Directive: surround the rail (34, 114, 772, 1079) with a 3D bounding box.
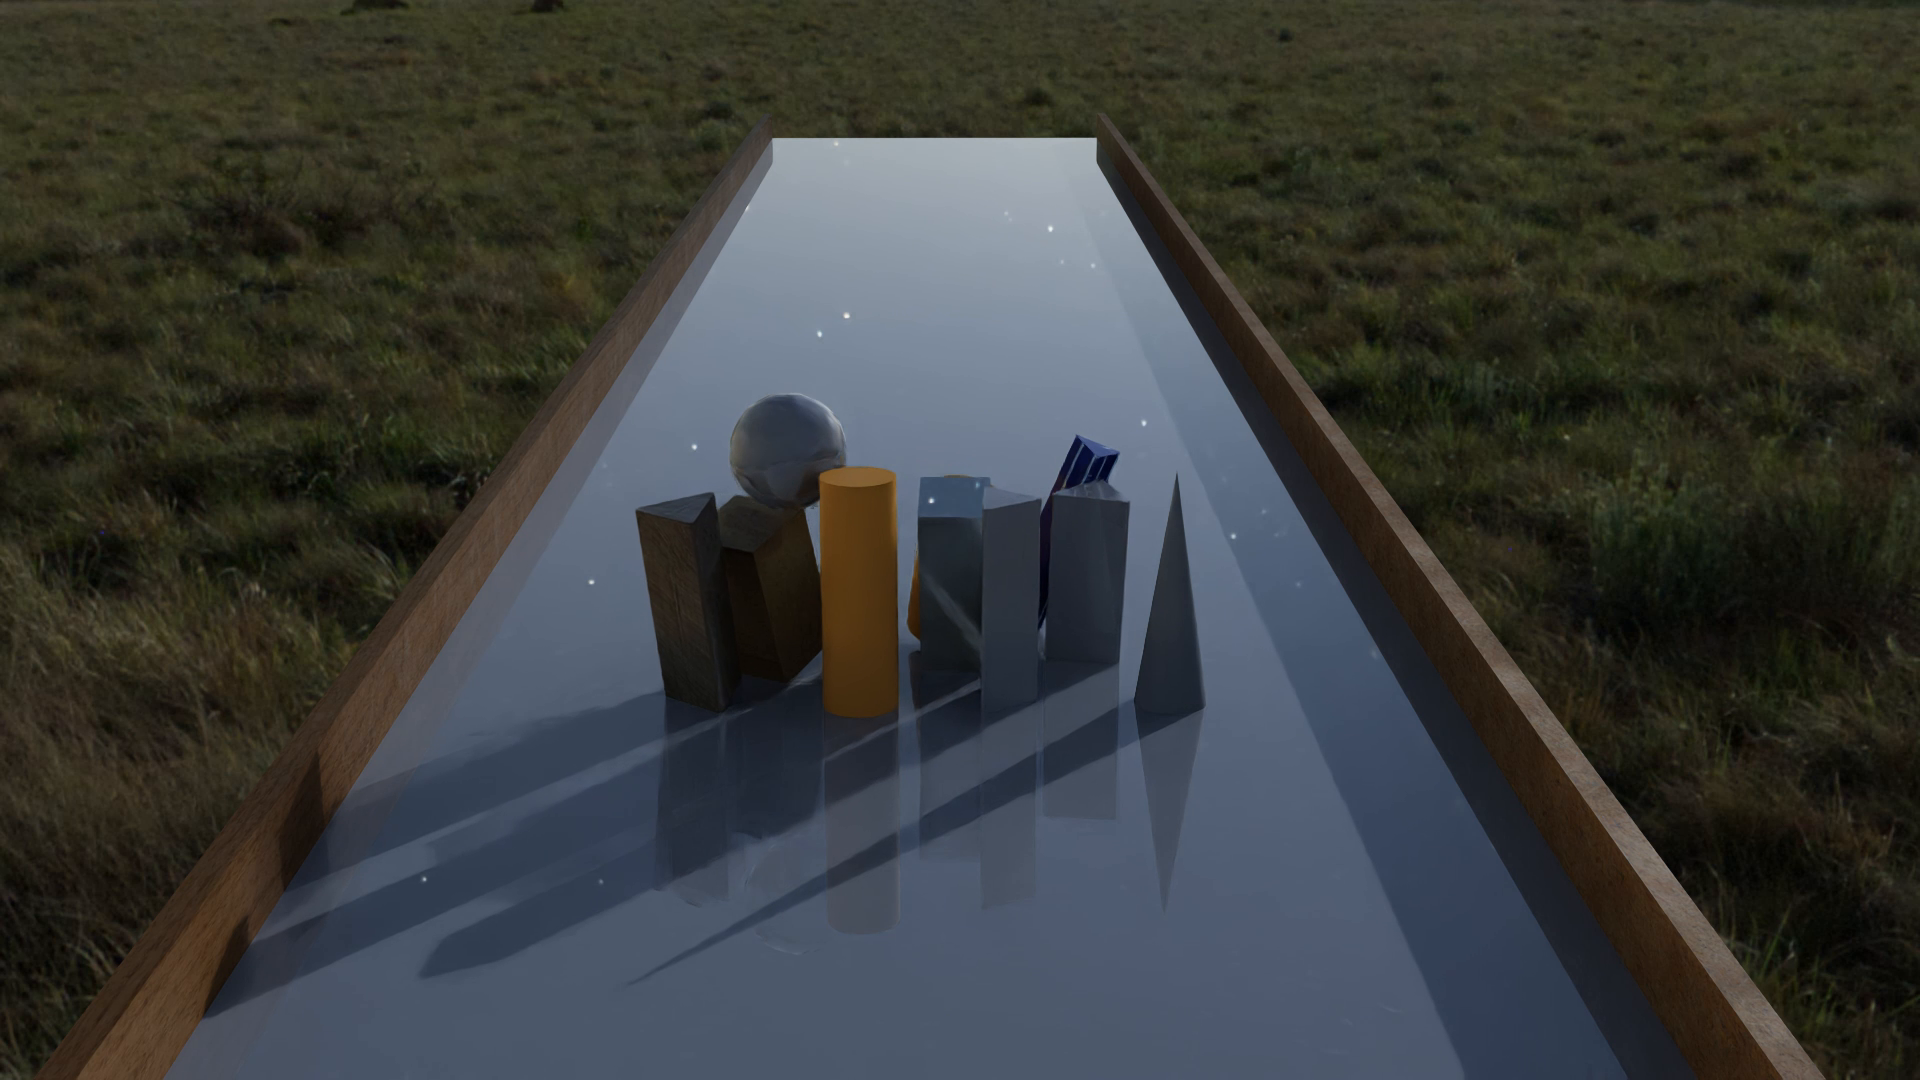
[{"bbox_3d":[-1.118,-0.838,7.780,0.050,0.150,12.000,0,17,-1],"label":"rail"}]

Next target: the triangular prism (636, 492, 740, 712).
[{"bbox_3d":[-0.485,0.111,4.146,0.148,0.388,0.129,13,29,37],"label":"triangular prism"}]

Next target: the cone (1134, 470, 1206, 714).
[{"bbox_3d":[0.401,0.089,4.127,0.139,0.455,0.139,0,17,0],"label":"cone"}]

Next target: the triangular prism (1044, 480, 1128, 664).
[{"bbox_3d":[0.264,0.059,4.414,0.150,0.341,0.130,6,19,11],"label":"triangular prism"}]

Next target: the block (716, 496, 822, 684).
[{"bbox_3d":[-0.390,0.096,4.303,0.167,0.306,0.167,11,37,32],"label":"block"}]

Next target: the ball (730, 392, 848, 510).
[{"bbox_3d":[-0.325,-0.167,4.164,0.224,0.224,0.224,0,17,0],"label":"ball"}]

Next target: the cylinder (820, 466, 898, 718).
[{"bbox_3d":[-0.188,0.097,4.115,0.144,0.447,0.144,0,17,0],"label":"cylinder"}]

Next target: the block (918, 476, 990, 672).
[{"bbox_3d":[-0.008,0.070,4.294,0.136,0.374,0.136,0,36,2],"label":"block"}]

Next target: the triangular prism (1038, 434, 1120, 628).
[{"bbox_3d":[0.189,-0.011,4.504,0.082,0.422,0.095,33,22,23],"label":"triangular prism"}]

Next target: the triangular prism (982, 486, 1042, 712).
[{"bbox_3d":[0.070,0.107,4.132,0.121,0.408,0.105,-12,25,-28],"label":"triangular prism"}]

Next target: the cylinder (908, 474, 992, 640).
[{"bbox_3d":[-0.015,0.044,4.452,0.151,0.325,0.151,6,36,-4],"label":"cylinder"}]

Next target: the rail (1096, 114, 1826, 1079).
[{"bbox_3d":[0.932,-0.844,7.801,0.050,0.150,12.000,0,17,-1],"label":"rail"}]
